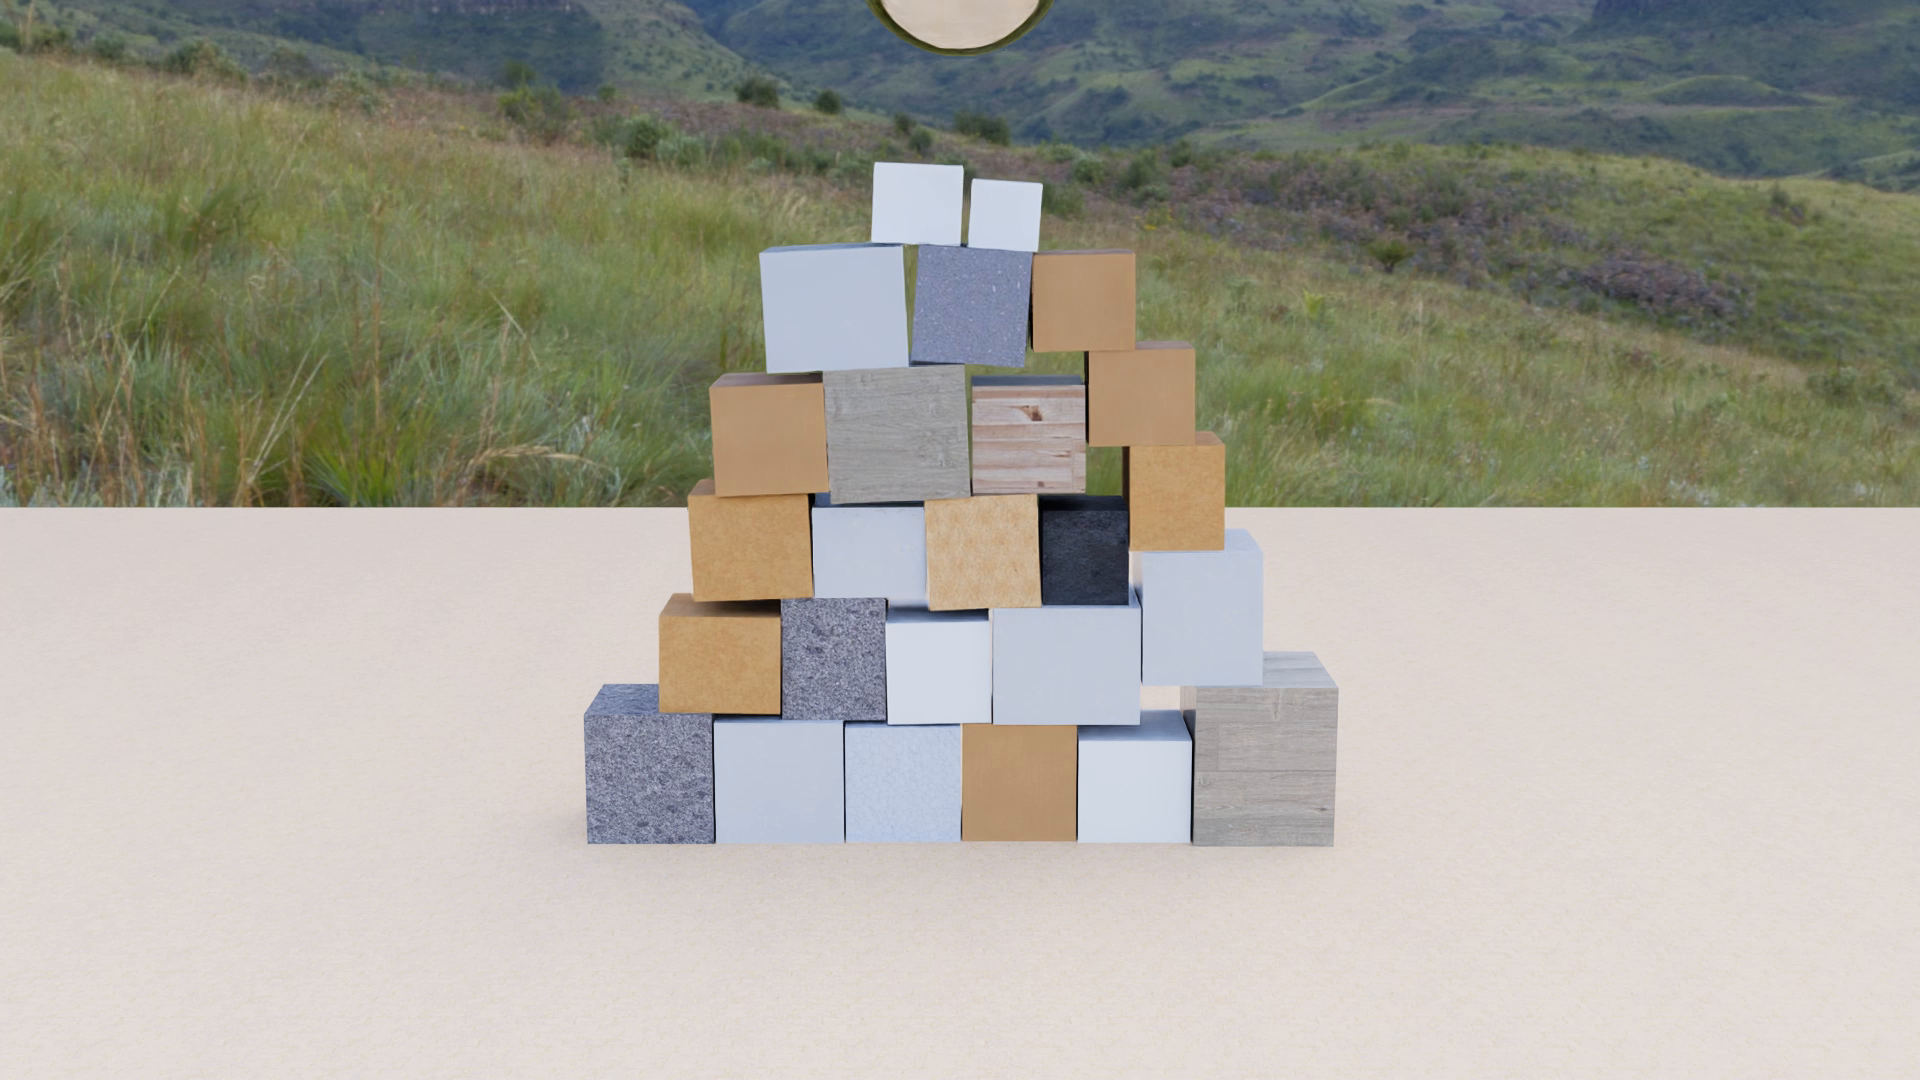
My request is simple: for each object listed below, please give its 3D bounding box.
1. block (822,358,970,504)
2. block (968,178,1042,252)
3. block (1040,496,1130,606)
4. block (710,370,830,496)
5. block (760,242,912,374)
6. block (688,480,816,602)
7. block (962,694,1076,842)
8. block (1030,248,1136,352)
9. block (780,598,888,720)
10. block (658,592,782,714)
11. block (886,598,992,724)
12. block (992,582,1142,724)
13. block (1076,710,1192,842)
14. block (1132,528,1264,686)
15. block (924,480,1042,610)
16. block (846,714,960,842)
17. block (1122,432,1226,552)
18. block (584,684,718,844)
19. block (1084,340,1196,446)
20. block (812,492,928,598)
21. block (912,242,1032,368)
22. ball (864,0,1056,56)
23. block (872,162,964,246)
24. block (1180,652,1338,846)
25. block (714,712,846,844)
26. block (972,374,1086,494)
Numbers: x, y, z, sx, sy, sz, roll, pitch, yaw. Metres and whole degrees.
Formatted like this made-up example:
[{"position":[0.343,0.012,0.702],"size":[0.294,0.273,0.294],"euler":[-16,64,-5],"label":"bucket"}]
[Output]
[{"position":[-0.308,-0.574,11.082],"size":[0.690,0.658,0.652],"euler":[-3,10,0],"label":"block"},{"position":[0.219,-1.610,10.880],"size":[0.342,0.328,0.320],"euler":[4,10,-1],"label":"block"},{"position":[0.628,0.048,11.192],"size":[0.430,0.479,0.487],"euler":[0,10,0],"label":"block"},{"position":[-0.932,-0.546,11.068],"size":[0.556,0.538,0.638],"euler":[-2,10,0],"label":"block"},{"position":[-0.608,-1.173,10.984],"size":[0.691,0.584,0.653],"euler":[-3,10,1],"label":"block"},{"position":[-1.039,-0.014,11.163],"size":[0.594,0.534,0.534],"euler":[-2,10,0],"label":"block"},{"position":[0.300,1.173,11.392],"size":[0.575,0.616,0.595],"euler":[0,10,0],"label":"block"},{"position":[0.604,-1.200,10.964],"size":[0.500,0.469,0.513],"euler":[-1,10,0],"label":"block"},{"position":[-0.633,0.551,11.279],"size":[0.521,0.630,0.527],"euler":[0,10,0],"label":"block"},{"position":[-1.202,0.574,11.275],"size":[0.606,0.493,0.580],"euler":[1,10,0],"label":"block"},{"position":[-0.108,0.616,11.303],"size":[0.519,0.518,0.586],"euler":[-1,10,0],"label":"block"},{"position":[0.535,0.574,11.303],"size":[0.735,0.595,0.665],"euler":[0,10,0],"label":"block"},{"position":[0.881,1.215,11.398],"size":[0.568,0.531,0.628],"euler":[0,10,0],"label":"block"},{"position":[1.206,0.335,11.252],"size":[0.597,0.672,0.687],"euler":[-1,10,0],"label":"block"},{"position":[0.114,0.012,11.169],"size":[0.554,0.563,0.572],"euler":[-3,10,0],"label":"block"},{"position":[-0.287,1.184,11.388],"size":[0.580,0.596,0.608],"euler":[0,10,0],"label":"block"},{"position":[1.076,-0.253,11.149],"size":[0.469,0.526,0.538],"euler":[-1,10,0],"label":"block"},{"position":[-1.563,1.148,11.370],"size":[0.639,0.672,0.646],"euler":[0,10,0],"label":"block"},{"position":[0.896,-0.739,11.035],"size":[0.521,0.474,0.469],"euler":[-1,10,0],"label":"block"},{"position":[-0.452,0.019,11.169],"size":[0.560,0.454,0.507],"euler":[0,10,0],"label":"block"},{"position":[0.056,-1.182,10.947],"size":[0.553,0.558,0.546],"euler":[4,10,-1],"label":"block"},{"position":[0.000,-4.245,15.597],"size":[1.600,1.600,1.600],"euler":[0,10,0],"label":"ball"},{"position":[-0.207,-1.667,10.885],"size":[0.433,0.383,0.420],"euler":[3,10,-1],"label":"block"},{"position":[1.529,1.069,11.393],"size":[0.707,0.821,0.795],"euler":[0,10,0],"label":"block"},{"position":[-0.910,1.168,11.394],"size":[0.647,0.625,0.655],"euler":[0,10,0],"label":"block"},{"position":[0.339,-0.541,11.079],"size":[0.557,0.532,0.541],"euler":[0,10,0],"label":"block"}]
